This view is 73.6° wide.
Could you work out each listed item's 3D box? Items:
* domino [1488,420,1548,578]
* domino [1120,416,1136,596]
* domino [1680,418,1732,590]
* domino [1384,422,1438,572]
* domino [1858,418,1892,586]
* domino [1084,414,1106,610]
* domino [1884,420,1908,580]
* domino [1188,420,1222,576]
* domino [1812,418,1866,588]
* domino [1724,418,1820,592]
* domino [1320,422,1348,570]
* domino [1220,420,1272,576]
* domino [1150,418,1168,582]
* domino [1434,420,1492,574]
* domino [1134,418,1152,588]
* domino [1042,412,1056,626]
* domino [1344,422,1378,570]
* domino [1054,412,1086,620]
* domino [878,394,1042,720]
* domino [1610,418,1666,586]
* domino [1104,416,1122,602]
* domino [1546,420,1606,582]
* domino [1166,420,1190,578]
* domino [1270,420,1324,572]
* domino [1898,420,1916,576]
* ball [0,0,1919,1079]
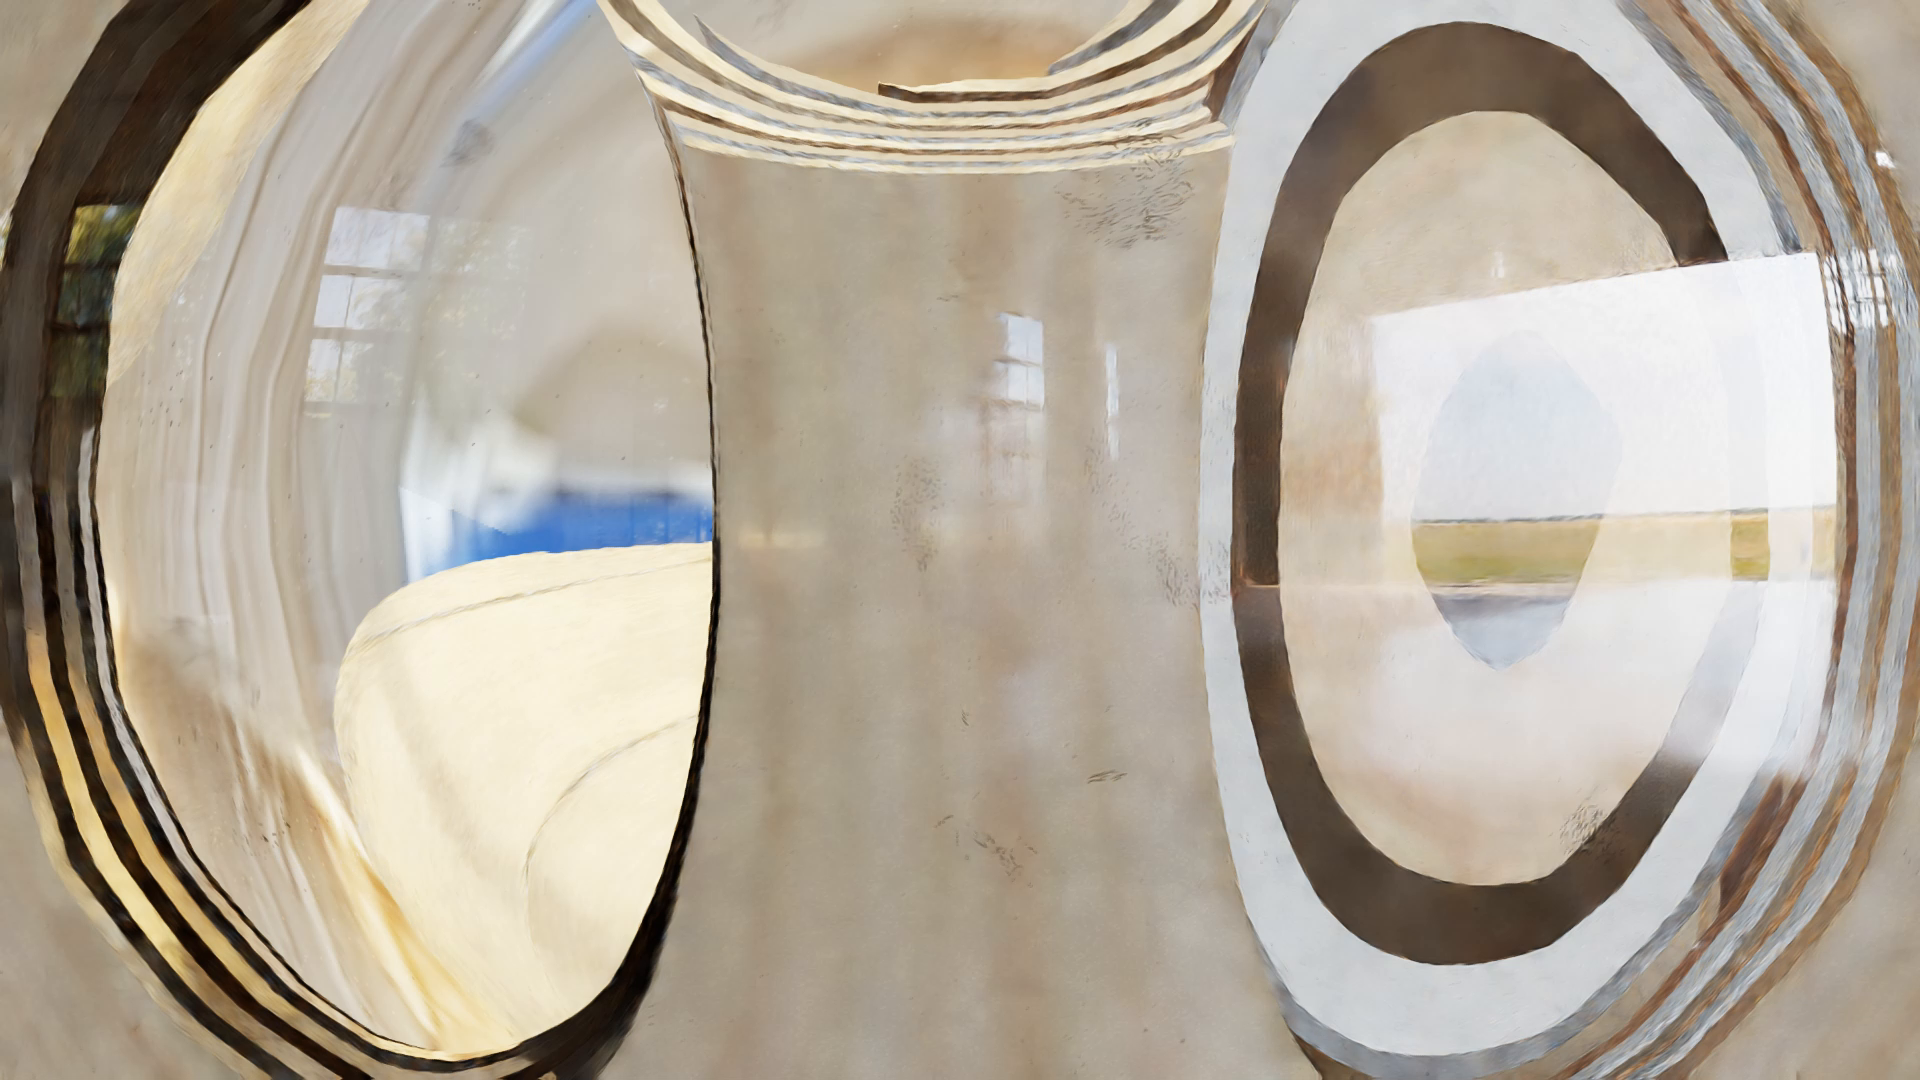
[{"bbox_3d":[0.181,-0.014,0.416,0.010,0.050,0.025,4,6,40],"label":"domino"},{"bbox_3d":[0.037,-0.010,0.369,0.025,0.050,0.010,2,5,23],"label":"domino"},{"bbox_3d":[0.223,-0.011,0.385,0.010,0.050,0.025,2,5,26],"label":"domino"},{"bbox_3d":[0.154,-0.015,0.438,0.009,0.050,0.025,3,5,36],"label":"domino"},{"bbox_3d":[0.271,-0.012,0.397,0.010,0.050,0.025,-3,5,-35],"label":"domino"},{"bbox_3d":[0.025,-0.008,0.336,0.025,0.050,0.010,2,5,21],"label":"domino"},{"bbox_3d":[0.284,-0.013,0.409,0.010,0.050,0.025,-4,6,-44],"label":"domino"},{"bbox_3d":[0.076,-0.014,0.424,0.010,0.050,0.025,-1,4,-16],"label":"domino"},{"bbox_3d":[0.256,-0.012,0.388,0.010,0.050,0.025,-3,5,-35],"label":"domino"},{"bbox_3d":[0.240,-0.011,0.381,0.010,0.050,0.025,0,4,-5],"label":"domino"},{"bbox_3d":[0.122,-0.016,0.447,0.010,0.050,0.025,-2,5,-29],"label":"domino"},{"bbox_3d":[0.093,-0.015,0.427,0.010,0.050,0.025,-1,4,-14],"label":"domino"},{"bbox_3d":[0.051,-0.012,0.401,0.025,0.050,0.010,2,5,27],"label":"domino"},{"bbox_3d":[0.168,-0.015,0.428,0.010,0.050,0.025,4,6,39],"label":"domino"},{"bbox_3d":[0.044,-0.011,0.385,0.025,0.050,0.009,2,5,23],"label":"domino"},{"bbox_3d":[0.009,-0.005,0.304,0.025,0.050,0.009,2,5,29],"label":"domino"},{"bbox_3d":[0.139,-0.016,0.447,0.010,0.050,0.025,1,4,16],"label":"domino"},{"bbox_3d":[0.018,-0.006,0.320,0.025,0.050,0.010,2,5,27],"label":"domino"},{"bbox_3d":[0.000,0.002,0.201,0.025,0.050,0.009,0,4,0],"label":"domino"},{"bbox_3d":[0.209,-0.012,0.394,0.009,0.050,0.025,3,5,37],"label":"domino"},{"bbox_3d":[0.031,-0.009,0.352,0.025,0.050,0.010,2,5,20],"label":"domino"},{"bbox_3d":[0.195,-0.013,0.405,0.009,0.050,0.025,4,6,40],"label":"domino"},{"bbox_3d":[0.061,-0.014,0.415,0.025,0.050,0.010,4,6,45],"label":"domino"},{"bbox_3d":[0.109,-0.015,0.435,0.010,0.050,0.025,-4,6,-42],"label":"domino"},{"bbox_3d":[0.297,-0.014,0.421,0.010,0.050,0.025,-4,6,-44],"label":"domino"},{"bbox_3d":[0.000,-0.002,0.056,0.080,0.080,0.080,0,4,0],"label":"ball"}]
